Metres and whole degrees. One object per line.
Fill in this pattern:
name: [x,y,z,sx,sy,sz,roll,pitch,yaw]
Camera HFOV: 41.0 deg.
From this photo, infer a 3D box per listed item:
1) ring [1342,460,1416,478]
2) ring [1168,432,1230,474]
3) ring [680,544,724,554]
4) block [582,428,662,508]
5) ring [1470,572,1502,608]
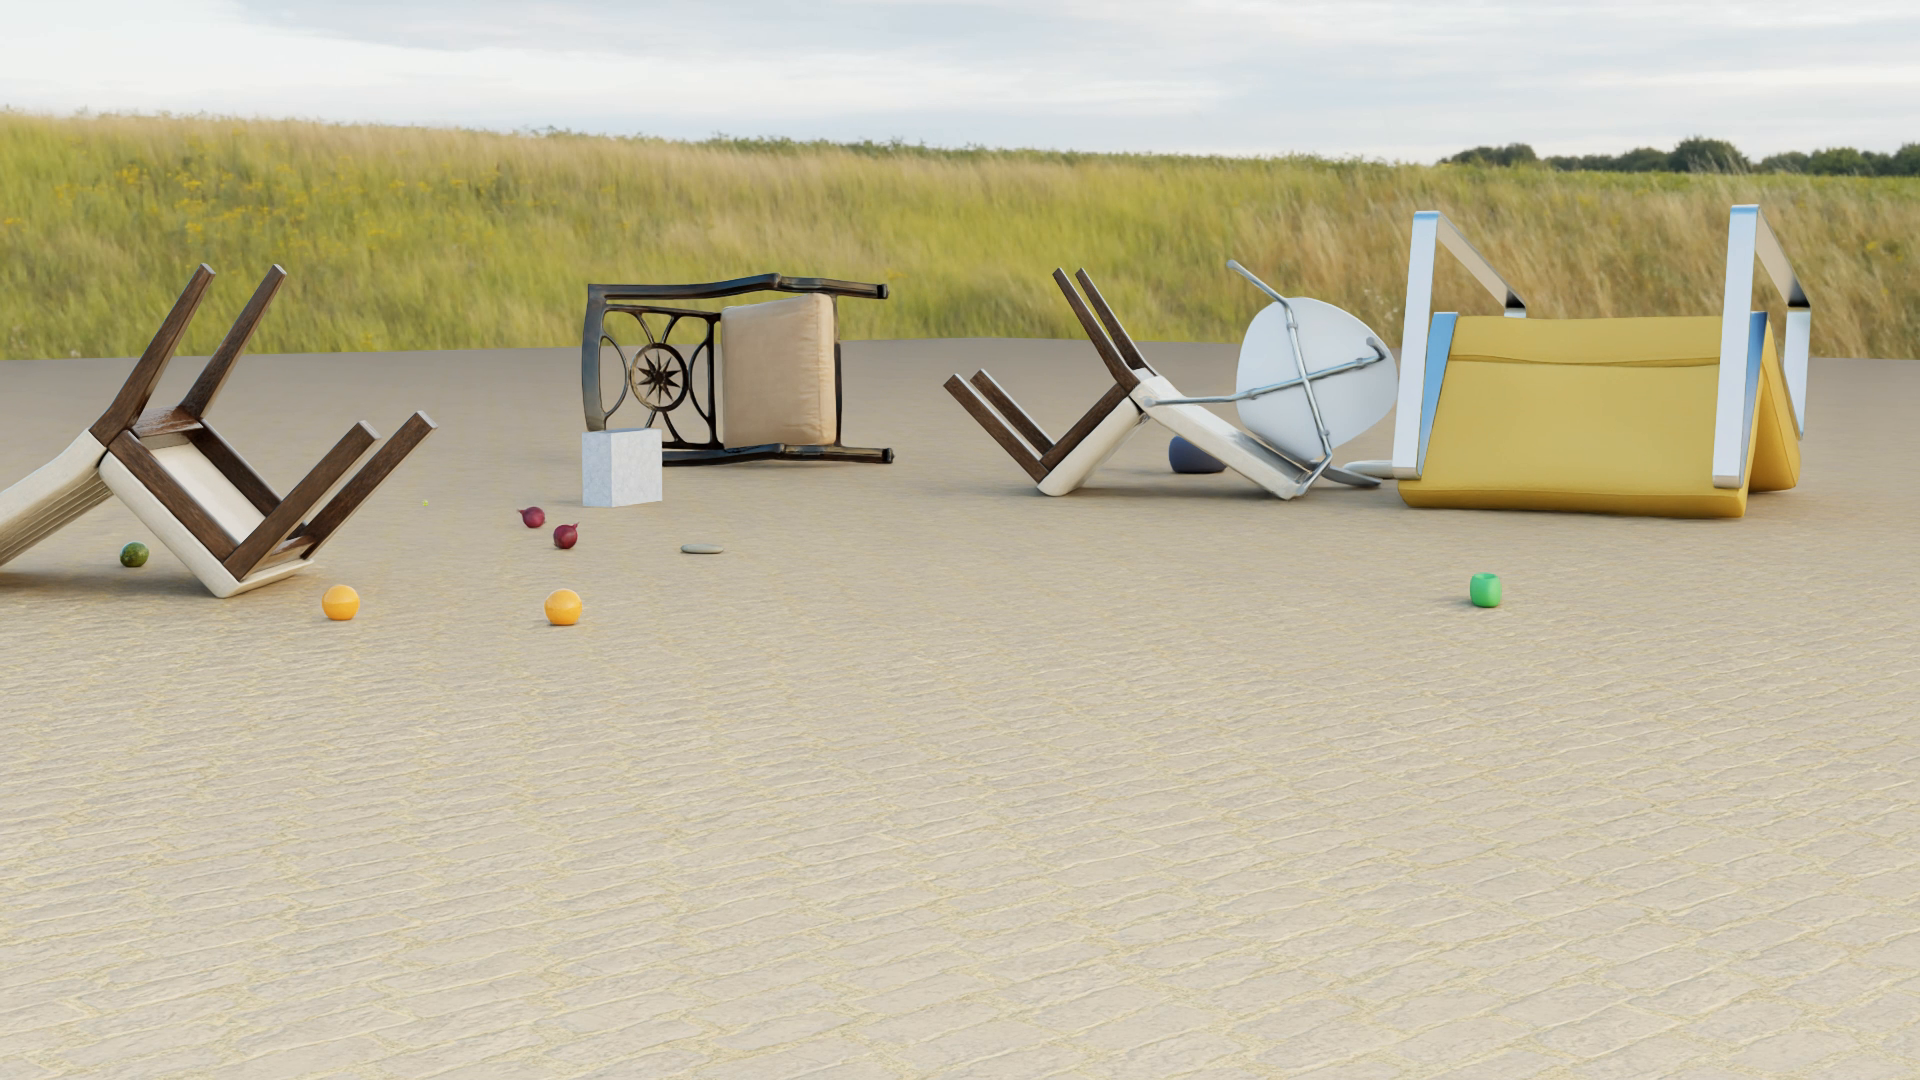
ring: [1.374,-0.230,8.404,0.244,0.051,0.200,-1,5,-7]
ring: [0.806,-0.293,8.633,0.192,0.129,0.261,0,4,30]
ring: [-0.616,0.021,6.119,0.110,0.018,0.072,3,7,23]
block: [-0.979,-0.212,7.444,0.102,0.211,0.255,3,7,27]
ring: [1.058,0.101,5.165,0.062,0.057,0.180,-2,5,8]
